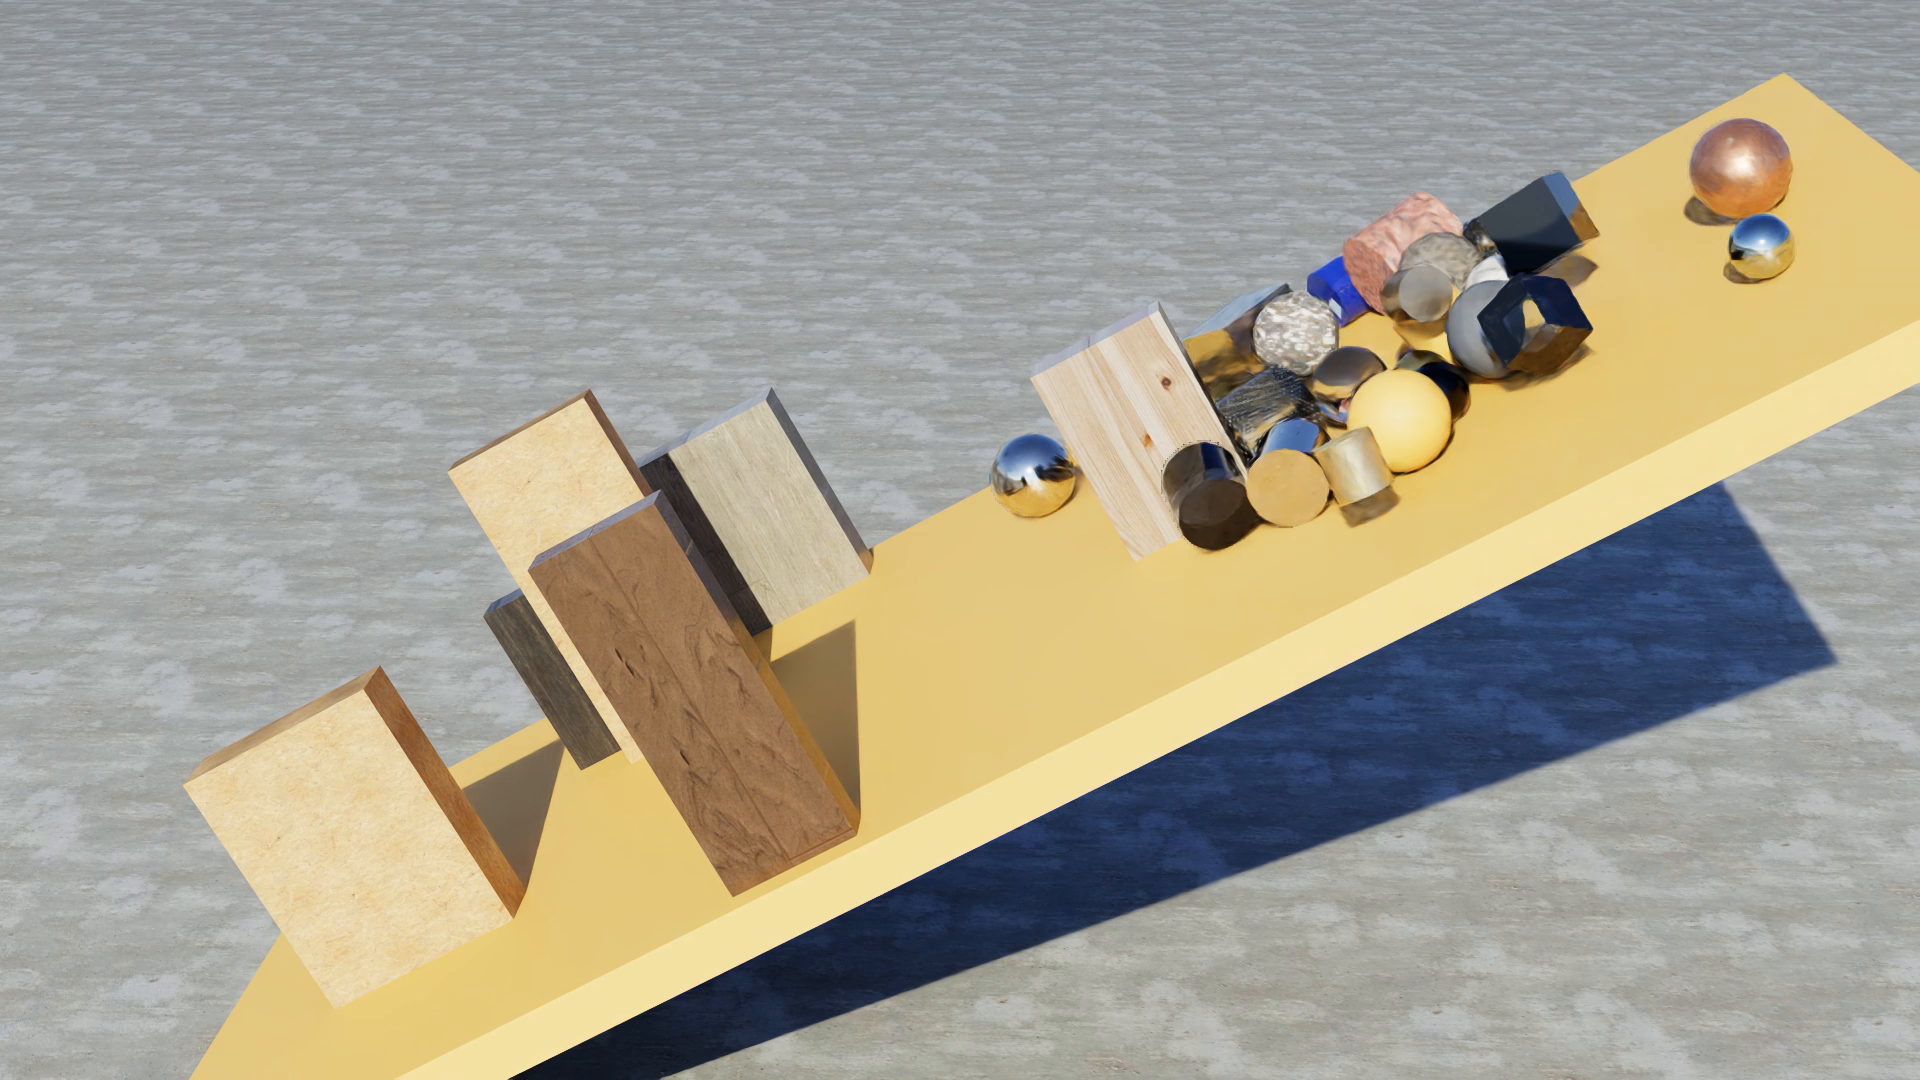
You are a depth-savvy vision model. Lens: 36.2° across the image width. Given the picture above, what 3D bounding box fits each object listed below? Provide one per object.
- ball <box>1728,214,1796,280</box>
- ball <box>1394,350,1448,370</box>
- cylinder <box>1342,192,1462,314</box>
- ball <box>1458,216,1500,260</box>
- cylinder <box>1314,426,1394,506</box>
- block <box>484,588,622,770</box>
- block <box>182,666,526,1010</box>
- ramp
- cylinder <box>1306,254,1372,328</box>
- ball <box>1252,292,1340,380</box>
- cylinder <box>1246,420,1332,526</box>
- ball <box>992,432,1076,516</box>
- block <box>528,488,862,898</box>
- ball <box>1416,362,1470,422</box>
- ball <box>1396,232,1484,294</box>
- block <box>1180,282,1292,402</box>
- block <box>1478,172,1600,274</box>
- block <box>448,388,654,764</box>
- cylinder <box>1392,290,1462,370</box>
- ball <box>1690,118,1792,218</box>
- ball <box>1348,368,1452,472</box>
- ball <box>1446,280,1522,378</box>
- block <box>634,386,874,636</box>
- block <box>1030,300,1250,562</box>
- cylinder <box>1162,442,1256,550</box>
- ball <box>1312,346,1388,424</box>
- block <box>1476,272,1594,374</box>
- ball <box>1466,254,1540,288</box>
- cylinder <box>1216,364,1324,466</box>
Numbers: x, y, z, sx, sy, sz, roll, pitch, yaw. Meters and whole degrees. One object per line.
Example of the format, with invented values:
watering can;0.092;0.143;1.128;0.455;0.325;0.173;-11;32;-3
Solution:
ball;1.513;-0.554;5.555;0.124;0.124;0.124;0;18;0
ball;0.932;-0.322;5.923;0.124;0.124;0.124;0;18;0
cylinder;1.018;-0.650;6.701;0.207;0.207;0.207;-35;30;-16
ball;1.173;-0.656;6.559;0.136;0.136;0.136;0;18;0
cylinder;0.717;-0.135;5.352;0.110;0.110;0.110;-26;4;2
block;-0.827;0.260;6.813;0.366;0.433;0.094;-27;14;11
block;-1.256;0.623;6.130;0.446;0.578;0.142;-27;14;11
ramp;0.142;0.167;6.283;4.000;0.100;2.000;-27;14;11
cylinder;0.910;-0.594;6.852;0.146;0.146;0.146;-34;29;-15
ball;0.711;-0.430;6.213;0.184;0.184;0.184;0;18;0
cylinder;0.650;-0.132;5.754;0.160;0.160;0.160;4;24;13
ball;0.167;-0.149;6.715;0.193;0.193;0.193;0;18;0
block;-0.484;0.288;5.422;0.269;0.732;0.089;-27;14;11
ball;0.938;-0.287;5.782;0.128;0.128;0.128;0;18;0
ball;1.048;-0.572;6.402;0.195;0.195;0.195;0;18;0
block;0.666;-0.430;6.636;0.200;0.200;0.200;-37;11;-24
block;1.176;-0.637;5.967;0.153;0.153;0.153;-32;-6;28
block;-0.783;0.087;6.592;0.356;0.787;0.081;-27;14;11
cylinder;0.995;-0.436;6.056;0.148;0.148;0.148;45;19;-6
ball;1.577;-0.750;5.940;0.202;0.202;0.202;0;18;0
ball;0.841;-0.228;5.630;0.199;0.199;0.199;0;18;0
ball;1.064;-0.420;5.844;0.196;0.196;0.196;0;18;0
block;-0.502;-0.055;7.108;0.385;0.497;0.122;-27;14;11
block;0.381;-0.221;6.022;0.294;0.445;0.094;-27;14;11
cylinder;0.494;-0.087;5.835;0.157;0.157;0.157;-2;28;-8
ball;0.805;-0.319;6.045;0.161;0.161;0.161;0;18;0
block;1.096;-0.412;5.609;0.130;0.130;0.130;4;50;-36
ball;1.129;-0.513;6.101;0.161;0.161;0.161;0;18;0
cylinder;0.632;-0.243;6.136;0.180;0.180;0.180;-34;29;-16
